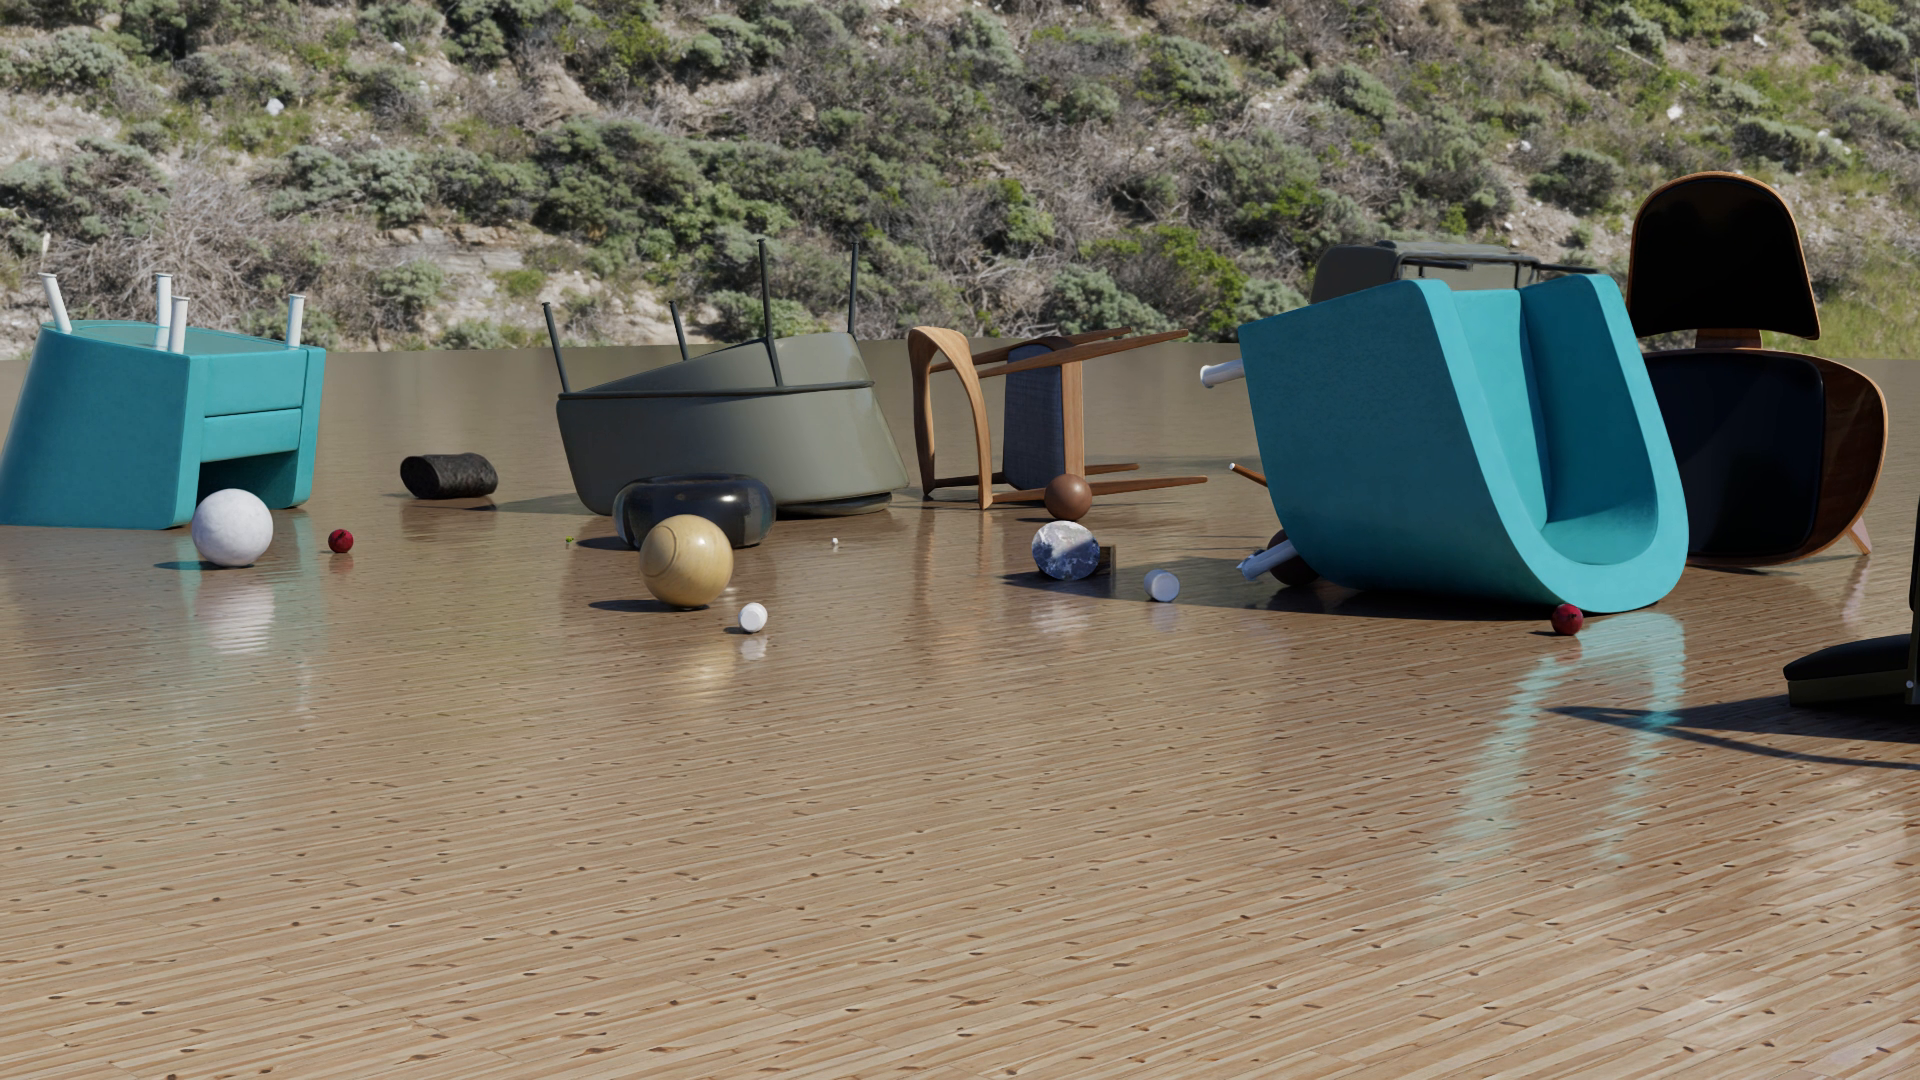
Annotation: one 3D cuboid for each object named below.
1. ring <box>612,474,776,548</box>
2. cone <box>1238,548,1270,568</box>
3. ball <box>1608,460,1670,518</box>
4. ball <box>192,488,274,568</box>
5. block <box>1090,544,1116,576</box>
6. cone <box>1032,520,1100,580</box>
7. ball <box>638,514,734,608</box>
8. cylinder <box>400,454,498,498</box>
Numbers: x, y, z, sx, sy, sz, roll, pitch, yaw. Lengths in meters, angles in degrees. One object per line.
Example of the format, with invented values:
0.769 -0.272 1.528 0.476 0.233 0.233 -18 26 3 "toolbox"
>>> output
-0.650 -0.069 6.289 0.402 0.165 0.387 -1 7 6 "ring"
0.653 0.052 5.806 0.074 0.042 0.073 -21 9 -24 "cone"
1.849 -0.140 6.984 0.160 0.160 0.160 0 6 0 "ball"
-1.645 -0.027 5.801 0.179 0.179 0.179 0 6 0 "ball"
0.295 0.042 5.696 0.092 0.063 0.064 2 6 14 "block"
0.204 0.045 5.665 0.157 0.133 0.185 5 -16 -16 "cone"
-0.542 0.043 5.084 0.188 0.188 0.188 0 6 0 "ball"
-1.530 -0.193 7.677 0.192 0.121 0.255 -5 14 -39 "cylinder"
